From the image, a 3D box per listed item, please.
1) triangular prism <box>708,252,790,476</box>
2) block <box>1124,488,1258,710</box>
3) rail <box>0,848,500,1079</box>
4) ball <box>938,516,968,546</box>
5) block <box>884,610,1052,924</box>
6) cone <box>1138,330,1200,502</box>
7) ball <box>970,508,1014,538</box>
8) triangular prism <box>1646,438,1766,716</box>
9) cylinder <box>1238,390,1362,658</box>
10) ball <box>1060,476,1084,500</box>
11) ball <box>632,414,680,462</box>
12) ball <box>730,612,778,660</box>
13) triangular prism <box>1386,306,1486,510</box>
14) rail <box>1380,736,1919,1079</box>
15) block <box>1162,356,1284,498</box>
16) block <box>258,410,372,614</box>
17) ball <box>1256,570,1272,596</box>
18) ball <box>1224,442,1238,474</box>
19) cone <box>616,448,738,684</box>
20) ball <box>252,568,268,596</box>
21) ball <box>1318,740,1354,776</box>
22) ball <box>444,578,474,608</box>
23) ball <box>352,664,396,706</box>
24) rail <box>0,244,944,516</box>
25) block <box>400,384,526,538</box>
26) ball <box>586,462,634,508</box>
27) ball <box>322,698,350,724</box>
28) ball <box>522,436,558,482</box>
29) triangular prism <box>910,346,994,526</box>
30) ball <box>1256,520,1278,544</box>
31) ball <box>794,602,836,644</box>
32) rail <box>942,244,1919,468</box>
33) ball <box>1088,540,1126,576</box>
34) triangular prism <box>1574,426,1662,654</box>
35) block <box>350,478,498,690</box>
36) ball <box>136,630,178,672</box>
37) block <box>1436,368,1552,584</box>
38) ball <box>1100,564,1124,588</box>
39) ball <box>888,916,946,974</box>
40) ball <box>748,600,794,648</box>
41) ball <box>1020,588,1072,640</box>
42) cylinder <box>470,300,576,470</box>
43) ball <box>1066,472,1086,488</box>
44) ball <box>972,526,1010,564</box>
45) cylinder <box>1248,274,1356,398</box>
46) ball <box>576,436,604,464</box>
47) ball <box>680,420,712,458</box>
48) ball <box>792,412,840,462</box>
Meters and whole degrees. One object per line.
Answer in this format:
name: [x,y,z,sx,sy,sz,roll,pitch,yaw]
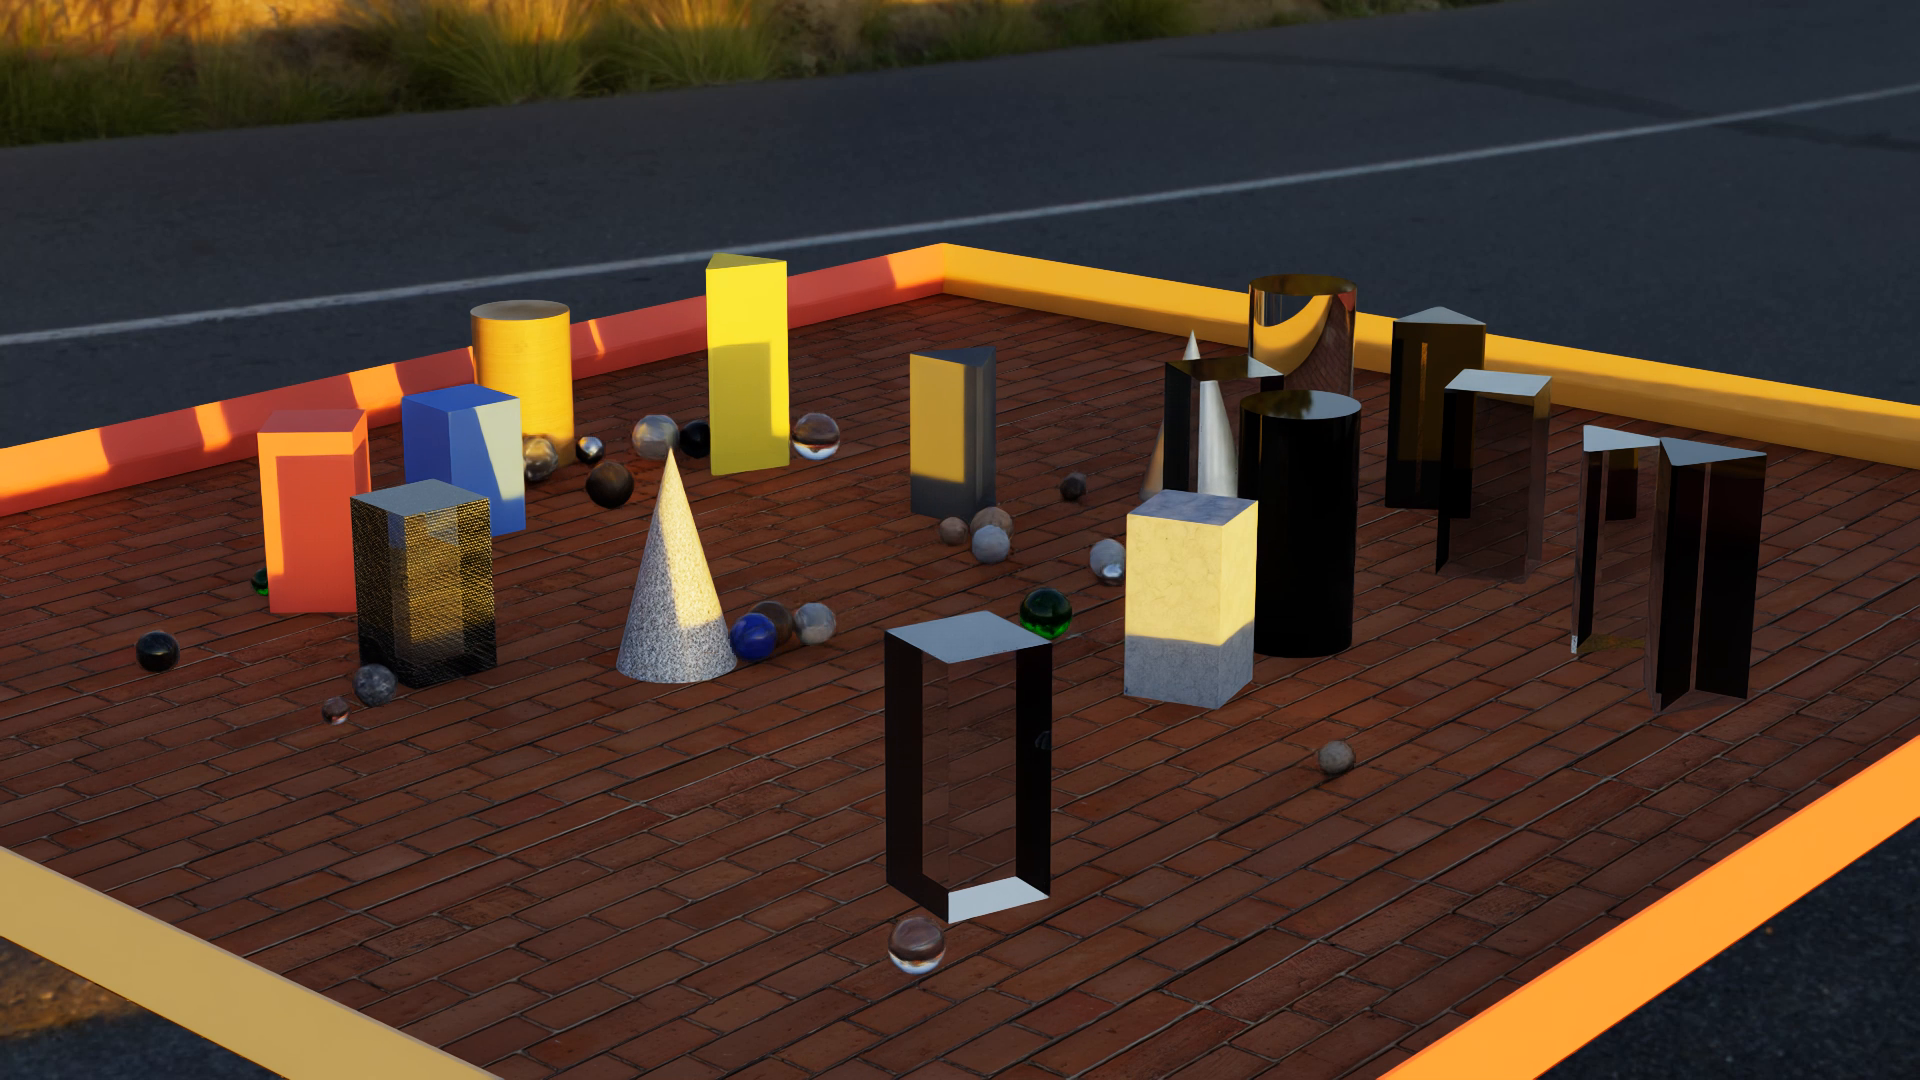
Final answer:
triangular prism: [-0.457,-0.361,5.924,0.171,0.420,0.148,-9,19,-28]
block: [0.365,0.091,4.633,0.158,0.298,0.158,8,18,24]
rail: [-1.226,0.439,3.768,3.405,0.129,0.045,14,22,39]
ball: [-0.012,-0.016,5.411,0.055,0.055,0.055,0,17,0]
block: [0.010,0.295,3.854,0.158,0.357,0.158,-10,20,-31]
cone: [0.447,-0.245,5.682,0.198,0.337,0.198,0,17,0]
ball: [0.058,-0.021,5.383,0.080,0.080,0.080,0,17,0]
triangular prism: [1.131,0.050,4.591,0.171,0.401,0.148,-7,18,-22]
cylinder: [0.556,-0.028,4.846,0.198,0.404,0.198,0,17,0]
ball: [0.218,-0.100,5.705,0.046,0.046,0.046,0,17,0]
ball: [-0.619,-0.208,5.974,0.098,0.098,0.098,0,17,0]
ball: [-0.336,0.157,4.772,0.078,0.078,0.078,0,17,0]
triangular prism: [0.918,-0.256,5.669,0.171,0.366,0.148,2,17,8]
rail: [1.268,0.350,4.066,0.045,0.129,3.786,14,22,39]
block: [0.465,-0.123,5.213,0.158,0.374,0.158,-6,18,-18]
block: [-1.109,-0.051,5.069,0.158,0.319,0.158,-1,17,-2]
ball: [0.523,0.076,5.126,0.044,0.044,0.044,0,17,0]
ball: [0.516,-0.158,5.842,0.078,0.078,0.078,0,17,0]
cone: [-0.462,0.025,4.734,0.198,0.368,0.198,0,17,0]
ball: [-1.214,0.073,5.126,0.049,0.049,0.049,0,17,0]
ball: [0.552,0.320,4.303,0.051,0.051,0.051,0,17,0]
ball: [-0.865,0.092,5.060,0.051,0.051,0.051,0,17,0]
ball: [-0.917,0.226,4.588,0.066,0.066,0.066,0,17,0]
rail: [-1.268,-0.285,6.174,0.045,0.129,3.786,14,22,39]
block: [-0.929,-0.143,5.488,0.158,0.254,0.158,-15,22,-41]
ball: [-0.674,-0.106,5.648,0.091,0.091,0.091,0,17,0]
ball: [-0.960,0.263,4.507,0.042,0.042,0.042,0,17,0]
ball: [-0.844,-0.161,5.833,0.089,0.089,0.089,0,17,0]
triangular prism: [0.018,-0.205,5.592,0.171,0.312,0.148,13,21,38]
ball: [0.566,-0.014,5.420,0.045,0.045,0.045,0,17,0]
ball: [-0.243,0.138,4.870,0.071,0.071,0.071,0,17,0]
rail: [1.226,-0.375,6.471,3.405,0.129,0.045,14,22,39]
ball: [0.265,0.034,5.221,0.070,0.070,0.070,0,17,0]
triangular prism: [1.069,-0.006,4.876,0.171,0.345,0.148,-5,18,-17]
block: [-0.864,0.069,4.729,0.158,0.286,0.158,-15,23,-41]
ball: [-1.298,0.180,4.738,0.068,0.068,0.068,0,17,0]
block: [0.954,-0.115,5.239,0.158,0.344,0.158,7,18,21]
ball: [0.269,0.063,5.174,0.041,0.041,0.041,0,17,0]
ball: [-0.054,0.505,3.652,0.072,0.072,0.072,0,17,0]
ball: [-0.315,0.140,4.847,0.082,0.082,0.082,0,17,0]
ball: [0.144,0.123,4.895,0.088,0.088,0.088,0,17,0]
cylinder: [-0.885,-0.312,5.946,0.198,0.314,0.198,0,17,0]
ball: [0.227,-0.113,5.753,0.043,0.043,0.043,0,17,0]
ball: [0.055,0.009,5.302,0.071,0.071,0.071,0,17,0]
cylinder: [0.635,-0.251,5.489,0.198,0.461,0.198,0,17,0]
ball: [-0.751,-0.183,5.954,0.058,0.058,0.058,0,17,0]
ball: [-0.536,-0.206,6.004,0.077,0.077,0.077,0,17,0]
ball: [-0.293,-0.211,5.981,0.099,0.099,0.099,0,17,0]
